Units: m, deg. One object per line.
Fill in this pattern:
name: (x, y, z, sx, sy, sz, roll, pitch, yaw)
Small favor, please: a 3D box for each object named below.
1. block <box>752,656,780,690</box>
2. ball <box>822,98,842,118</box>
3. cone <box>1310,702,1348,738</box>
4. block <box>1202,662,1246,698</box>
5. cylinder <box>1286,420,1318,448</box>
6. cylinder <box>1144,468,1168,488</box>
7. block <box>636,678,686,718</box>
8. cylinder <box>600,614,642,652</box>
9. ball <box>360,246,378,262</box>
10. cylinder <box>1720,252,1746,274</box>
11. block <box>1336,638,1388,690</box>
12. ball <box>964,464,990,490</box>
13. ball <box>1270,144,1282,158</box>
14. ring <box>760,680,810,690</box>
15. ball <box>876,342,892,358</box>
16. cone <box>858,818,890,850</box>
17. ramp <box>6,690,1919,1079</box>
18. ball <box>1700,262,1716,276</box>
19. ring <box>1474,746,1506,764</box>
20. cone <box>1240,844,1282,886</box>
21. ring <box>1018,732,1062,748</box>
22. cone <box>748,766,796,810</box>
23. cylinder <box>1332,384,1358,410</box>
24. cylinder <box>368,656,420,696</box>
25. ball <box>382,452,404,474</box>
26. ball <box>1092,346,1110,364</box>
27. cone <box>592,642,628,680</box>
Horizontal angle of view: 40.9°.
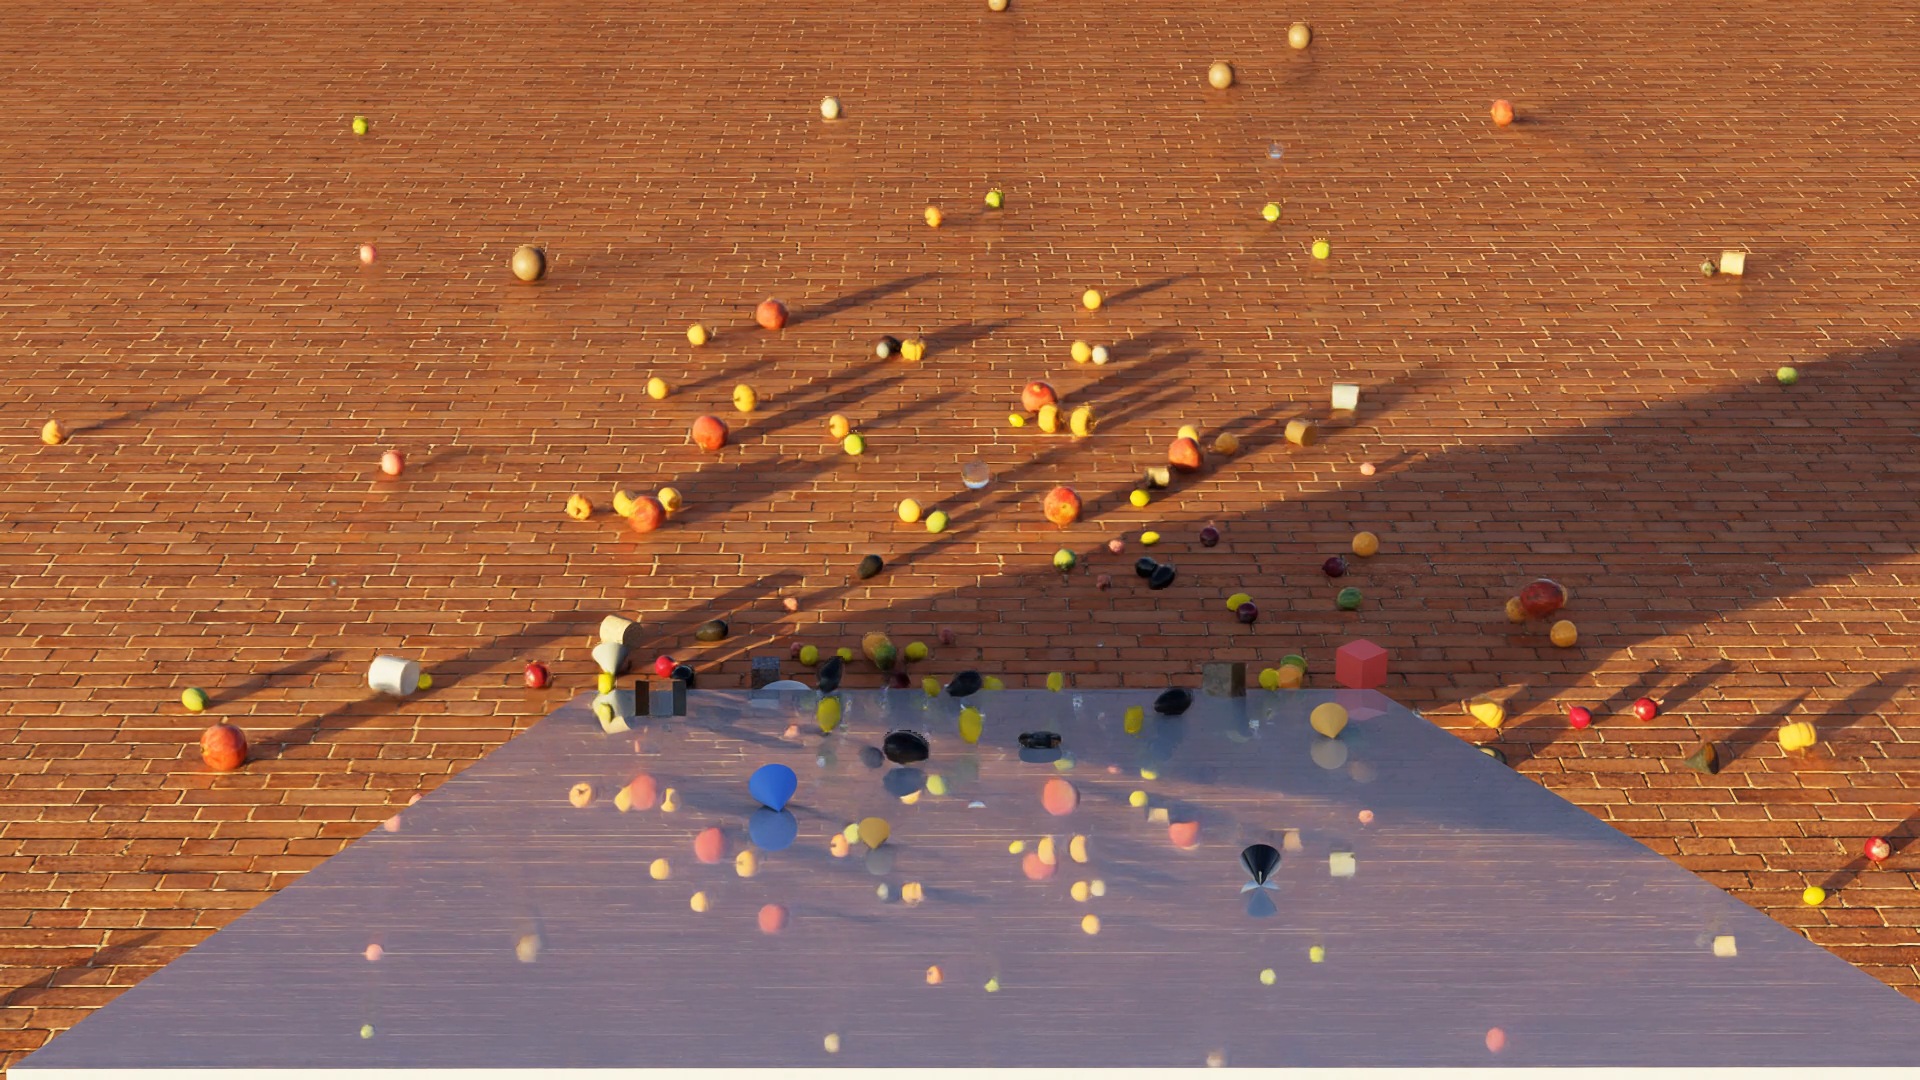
block: (-0.508, 0.353, 6.743, 0.071, 0.071, 0.071, 0, 24, -1)
ball: (-0.596, -2.007, 11.980, 0.096, 0.096, 0.096, 0, 24, 0)
cone: (0.787, 0.400, 5.463, 0.079, 0.079, 0.079, 1, 29, 1)
block: (0.655, 0.345, 6.384, 0.080, 0.080, 0.080, 1, 2, 32)
cylinder: (1.099, -0.343, 8.293, 0.073, 0.073, 0.073, -17, 29, -33)
cylinder: (0.607, -0.192, 7.968, 0.063, 0.063, 0.063, -3, 24, -7)
block: (-0.685, 0.362, 5.896, 0.082, 0.082, 0.082, 2, 3, 44)
cylinder: (-0.915, 0.250, 6.960, 0.082, 0.082, 0.082, 17, 29, 34)
ball: (-2.301, -1.114, 10.022, 0.067, 0.067, 0.067, 0, 24, 0)
cylinder: (2.967, -1.062, 9.892, 0.079, 0.079, 0.079, 9, 26, 20)
block: (1.055, 0.330, 6.767, 0.094, 0.094, 0.094, -17, 29, -34)
ball: (0.050, -0.197, 7.958, 0.081, 0.081, 0.081, 0, 24, 0)
ball: (1.396, -1.715, 11.375, 0.058, 0.058, 0.058, 0, 24, 0)
ring: (-0.451, 0.409, 6.645, 0.149, 0.050, 0.149, -1, 24, 0)
ball: (-0.267, -0.666, 9.037, 0.054, 0.054, 0.054, 0, 24, 0)
cone: (-0.133, 0.461, 3.956, 0.050, 0.050, 0.050, 0, 29, 0)
ramp: (0.055, 0.501, 4.547, 2.000, 0.100, 4.000, 0, 2, 0)
ball: (2.867, -1.039, 9.871, 0.052, 0.052, 0.052, 0, 24, 0)
ring: (1.288, 0.545, 6.353, 0.121, 0.040, 0.121, -1, 24, 0)
cone: (0.424, 0.470, 3.631, 0.059, 0.059, 0.059, 3, 29, 6)
ring: (0.164, 0.410, 5.285, 0.089, 0.030, 0.089, 1, 2, 0)
cone: (-0.313, 0.438, 4.375, 0.083, 0.083, 0.083, -6, 22, -13)
cylinder: (1.283, -0.477, 8.581, 0.081, 0.081, 0.081, 4, 24, 9)
cylinder: (-1.475, 0.355, 6.712, 0.092, 0.092, 0.092, 9, 26, 20)
ball: (-1.775, -0.239, 8.066, 0.070, 0.070, 0.070, 0, 24, 0)
ball: (0.490, -0.642, 8.974, 0.062, 0.062, 0.062, 0, 24, 0)
cone: (-0.922, 0.336, 6.814, 0.095, 0.095, 0.095, -4, 51, -8)
